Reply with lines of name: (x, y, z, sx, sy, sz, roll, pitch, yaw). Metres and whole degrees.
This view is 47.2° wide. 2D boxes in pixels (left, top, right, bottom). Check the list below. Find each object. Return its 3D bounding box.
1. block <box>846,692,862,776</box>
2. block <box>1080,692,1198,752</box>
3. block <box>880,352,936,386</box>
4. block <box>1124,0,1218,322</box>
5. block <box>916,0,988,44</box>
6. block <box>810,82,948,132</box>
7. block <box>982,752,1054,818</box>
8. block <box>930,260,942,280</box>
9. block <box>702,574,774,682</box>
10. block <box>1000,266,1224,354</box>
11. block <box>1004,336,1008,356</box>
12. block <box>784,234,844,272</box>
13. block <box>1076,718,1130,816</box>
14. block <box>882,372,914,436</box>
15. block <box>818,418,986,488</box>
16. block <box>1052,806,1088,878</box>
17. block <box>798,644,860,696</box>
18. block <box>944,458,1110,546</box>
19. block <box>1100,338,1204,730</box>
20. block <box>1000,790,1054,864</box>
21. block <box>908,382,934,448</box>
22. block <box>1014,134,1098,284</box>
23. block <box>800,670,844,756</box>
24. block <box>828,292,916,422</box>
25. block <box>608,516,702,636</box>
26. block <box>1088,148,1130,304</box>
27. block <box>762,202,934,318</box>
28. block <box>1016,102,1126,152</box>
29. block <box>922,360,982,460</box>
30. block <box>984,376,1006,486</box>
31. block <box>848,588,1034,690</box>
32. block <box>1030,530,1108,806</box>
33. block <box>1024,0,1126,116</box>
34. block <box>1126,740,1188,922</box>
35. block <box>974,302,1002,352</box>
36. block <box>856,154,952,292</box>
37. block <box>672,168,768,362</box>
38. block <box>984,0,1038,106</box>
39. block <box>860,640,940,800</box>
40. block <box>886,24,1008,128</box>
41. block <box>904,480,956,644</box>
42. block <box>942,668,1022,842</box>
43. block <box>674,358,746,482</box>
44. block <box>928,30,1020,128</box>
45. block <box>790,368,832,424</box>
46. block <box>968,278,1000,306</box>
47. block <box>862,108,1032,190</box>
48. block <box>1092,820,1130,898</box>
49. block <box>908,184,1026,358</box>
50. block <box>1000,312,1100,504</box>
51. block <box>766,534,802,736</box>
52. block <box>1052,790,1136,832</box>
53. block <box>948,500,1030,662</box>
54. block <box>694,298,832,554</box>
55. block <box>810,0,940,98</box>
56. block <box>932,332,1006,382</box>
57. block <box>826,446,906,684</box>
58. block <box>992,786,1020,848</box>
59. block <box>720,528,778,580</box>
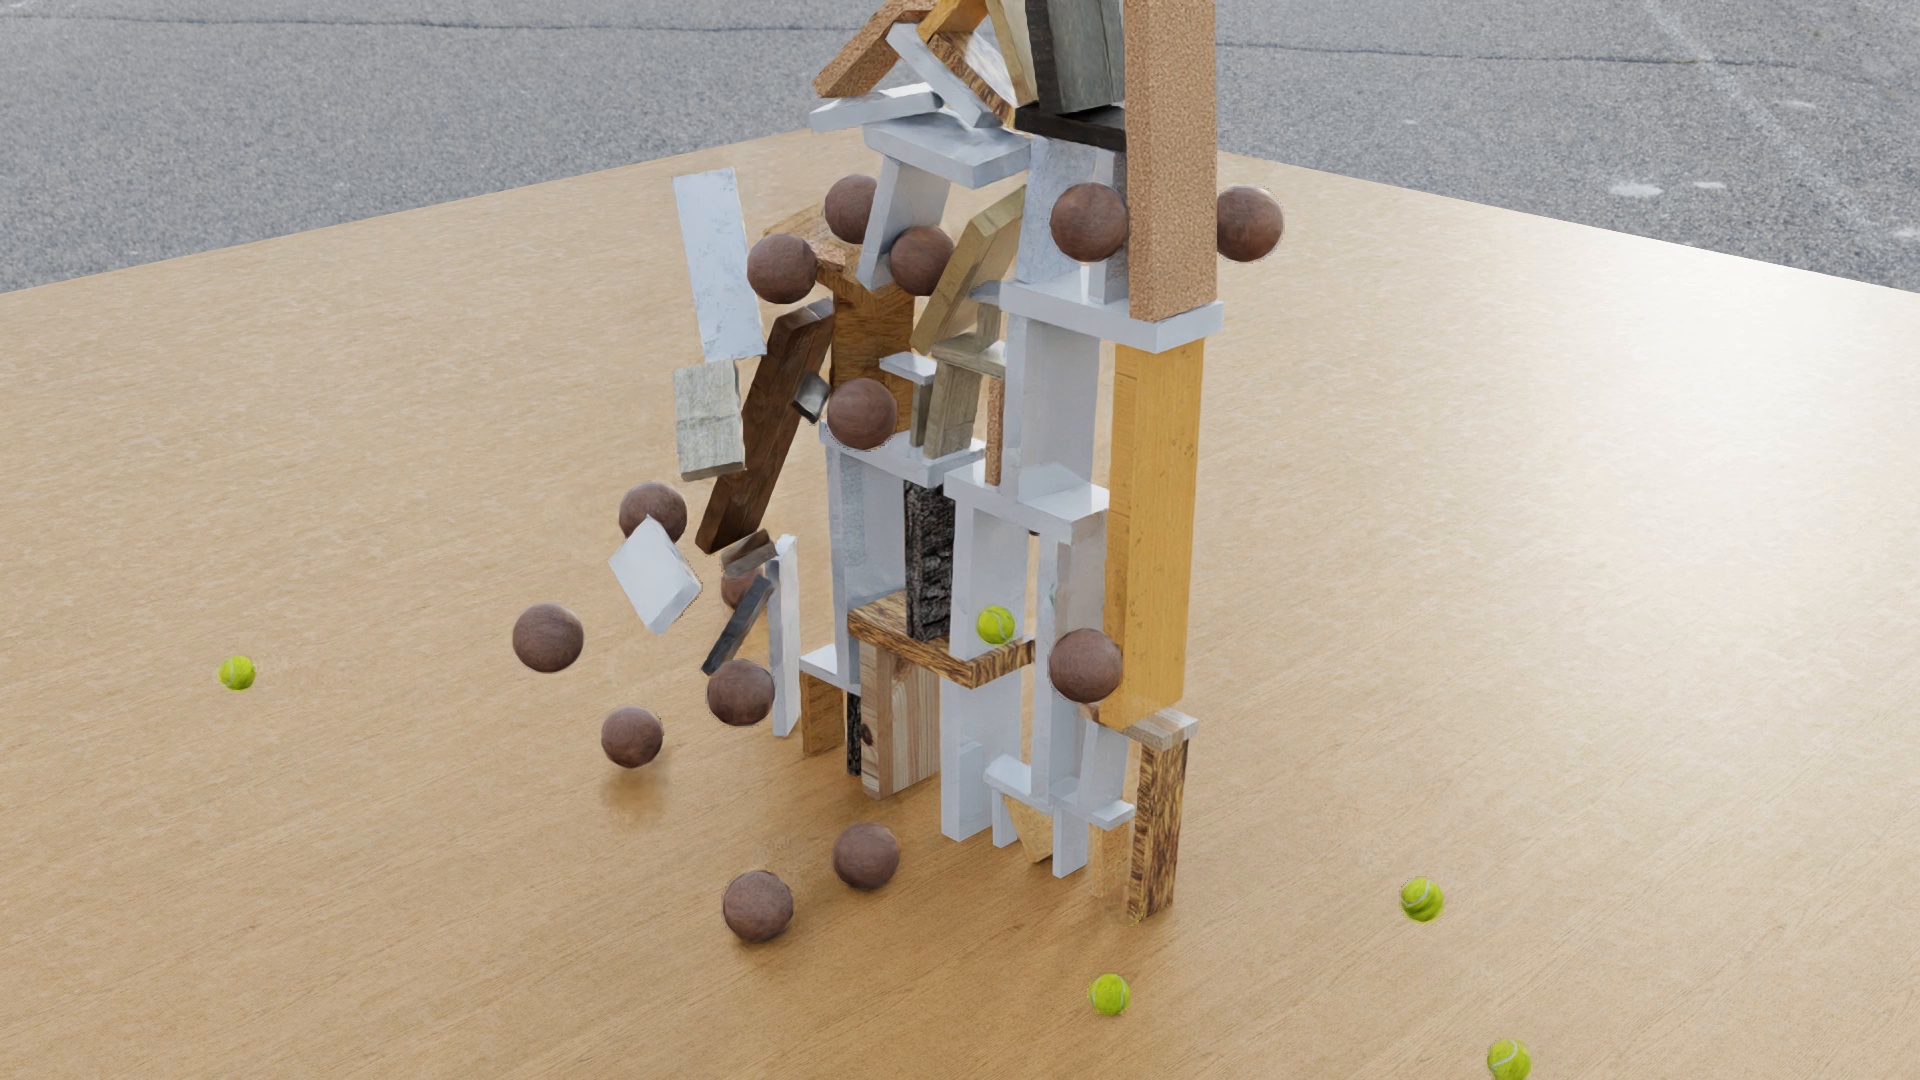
block: (-0.191, 0.390, 4.594, 0.027, 0.193, 0.096, 23, 32, 39)
block: (0.324, 0.323, 4.003, 0.099, 0.028, 0.199, -21, 31, -41)
block: (-0.085, -0.327, 4.178, 0.067, 0.019, 0.134, -21, 31, -36)
block: (0.342, -0.689, 3.558, 0.049, 0.647, 0.175, 16, 27, 40)
block: (0.027, -0.942, 3.797, 0.110, 0.220, 0.031, -19, 74, -46)
block: (-0.129, -0.774, 3.906, 0.249, 0.035, 0.125, -4, 21, 28)
block: (0.128, 0.474, 4.256, 0.154, 0.022, 0.077, 27, 36, 19)
block: (-0.084, -0.543, 4.199, 0.016, 0.113, 0.056, -49, 17, -7)
block: (-0.447, 0.178, 4.428, 0.031, 0.220, 0.110, 30, -9, 4)
block: (0.258, -0.402, 3.776, 0.353, 0.050, 0.176, 21, 31, 40)
block: (0.111, -0.385, 3.953, 0.016, 0.110, 0.055, 29, 29, 30)
block: (-0.271, -0.535, 4.103, 0.113, 0.016, 0.056, 14, 36, -15)
block: (0.270, 0.407, 4.098, 0.028, 0.199, 0.099, 28, 35, 37)
block: (-0.116, -0.273, 4.248, 0.067, 0.134, 0.019, -20, 38, -37)
block: (-0.109, -0.187, 4.281, 0.163, 0.046, 0.327, -19, 30, -38)
block: (0.213, 0.567, 4.229, 0.022, 0.153, 0.076, 21, 31, 41)
block: (-0.237, 0.272, 4.590, 0.193, 0.027, 0.096, 20, 30, 39)
block: (0.140, -0.079, 4.043, 0.161, 0.046, 0.321, -21, 31, -40)
block: (0.335, -0.019, 3.857, 0.050, 0.717, 0.176, 22, 32, 40)
block: (0.142, 0.545, 4.296, 0.077, 0.154, 0.022, -21, -2, -40)
block: (-0.061, -0.246, 4.187, 0.067, 0.134, 0.019, -21, 40, -37)
block: (0.168, -0.581, 3.796, 0.130, 0.261, 0.037, -21, 40, -41)
block: (-0.293, 0.355, 4.676, 0.027, 0.193, 0.096, 20, 30, 41)
block: (-0.172, -0.375, 4.269, 0.152, 0.303, 0.043, -4, 35, -13)
block: (-0.552, 0.062, 3.966, 0.033, 0.116, 0.231, 36, 9, -40)
block: (0.280, -0.537, 3.694, 0.130, 0.261, 0.037, -21, 34, -40)
block: (-0.214, -0.535, 4.180, 0.303, 0.043, 0.152, 33, 47, 27)
block: (0.233, -0.695, 3.681, 0.261, 0.037, 0.130, 20, 30, 39)
block: (-0.011, -0.254, 4.125, 0.100, 0.200, 0.028, -21, 43, -40)
block: (0.094, -0.210, 4.027, 0.100, 0.206, 0.028, -21, 34, -40)
block: (-0.040, 0.191, 4.354, 0.175, 0.049, 0.349, -21, 31, -41)
block: (0.211, 0.222, 4.093, 0.161, 0.544, 0.046, -21, 32, -40)
block: (0.186, -0.892, 3.647, 0.175, 0.349, 0.049, -22, 18, -41)
block: (0.364, 0.524, 4.046, 0.028, 0.374, 0.099, 25, 33, 39)
block: (0.053, -0.398, 3.981, 0.016, 0.110, 0.055, 30, 47, 25)
block: (-0.096, -0.598, 4.006, 0.148, 0.297, 0.042, -28, 62, -34)
block: (-0.457, -0.521, 4.193, 0.116, 0.360, 0.033, -10, 0, 3)
block: (0.112, -0.855, 3.744, 0.031, 0.220, 0.110, -14, 6, 43)
block: (-0.122, 0.342, 4.507, 0.049, 0.349, 0.175, 21, 31, 41)
block: (-0.007, -0.813, 3.842, 0.125, 0.035, 0.249, -15, 56, -48)
block: (-0.031, 0.021, 4.272, 0.163, 0.327, 0.046, -21, 30, -40)
block: (0.042, 0.406, 4.356, 0.175, 0.349, 0.049, -21, 31, -41)
block: (-0.459, -0.221, 4.026, 0.116, 0.033, 0.231, -11, 58, 6)
block: (0.057, -0.800, 3.816, 0.110, 0.031, 0.229, -17, 58, -48)
block: (-0.274, -0.266, 4.062, 0.056, 0.016, 0.113, 40, 34, -17)
block: (0.074, -0.438, 3.916, 0.110, 0.016, 0.055, 19, 41, 41)
block: (-0.018, -0.690, 3.831, 0.148, 0.042, 0.297, -26, 38, -32)
block: (0.285, 0.595, 4.162, 0.076, 0.153, 0.022, -21, 31, -41)
block: (0.026, -0.480, 3.947, 0.148, 0.415, 0.042, -36, 80, -28)
block: (0.164, -0.255, 3.946, 0.176, 0.353, 0.050, -17, 31, -35)
block: (-0.375, 0.207, 4.697, 0.031, 0.439, 0.110, 8, 30, 13)
block: (0.249, 0.501, 4.161, 0.077, 0.022, 0.153, -21, 31, -41)
block: (0.058, 0.057, 4.191, 0.046, 0.321, 0.161, 25, 33, 39)
block: (-0.390, -0.222, 4.423, 0.043, 0.604, 0.152, 41, 41, 19)
block: (-0.145, -0.883, 3.933, 0.249, 0.035, 0.125, -39, -13, 37)
block: (0.053, -0.335, 4.021, 0.200, 0.028, 0.100, 21, 31, 41)
block: (-0.181, 0.035, 4.464, 0.163, 0.505, 0.046, -17, 26, -35)
block: (0.099, 0.522, 4.332, 0.077, 0.154, 0.022, -21, 30, -40)
block: (-0.438, 0.028, 4.543, 0.110, 0.031, 0.220, -28, 11, -3)
